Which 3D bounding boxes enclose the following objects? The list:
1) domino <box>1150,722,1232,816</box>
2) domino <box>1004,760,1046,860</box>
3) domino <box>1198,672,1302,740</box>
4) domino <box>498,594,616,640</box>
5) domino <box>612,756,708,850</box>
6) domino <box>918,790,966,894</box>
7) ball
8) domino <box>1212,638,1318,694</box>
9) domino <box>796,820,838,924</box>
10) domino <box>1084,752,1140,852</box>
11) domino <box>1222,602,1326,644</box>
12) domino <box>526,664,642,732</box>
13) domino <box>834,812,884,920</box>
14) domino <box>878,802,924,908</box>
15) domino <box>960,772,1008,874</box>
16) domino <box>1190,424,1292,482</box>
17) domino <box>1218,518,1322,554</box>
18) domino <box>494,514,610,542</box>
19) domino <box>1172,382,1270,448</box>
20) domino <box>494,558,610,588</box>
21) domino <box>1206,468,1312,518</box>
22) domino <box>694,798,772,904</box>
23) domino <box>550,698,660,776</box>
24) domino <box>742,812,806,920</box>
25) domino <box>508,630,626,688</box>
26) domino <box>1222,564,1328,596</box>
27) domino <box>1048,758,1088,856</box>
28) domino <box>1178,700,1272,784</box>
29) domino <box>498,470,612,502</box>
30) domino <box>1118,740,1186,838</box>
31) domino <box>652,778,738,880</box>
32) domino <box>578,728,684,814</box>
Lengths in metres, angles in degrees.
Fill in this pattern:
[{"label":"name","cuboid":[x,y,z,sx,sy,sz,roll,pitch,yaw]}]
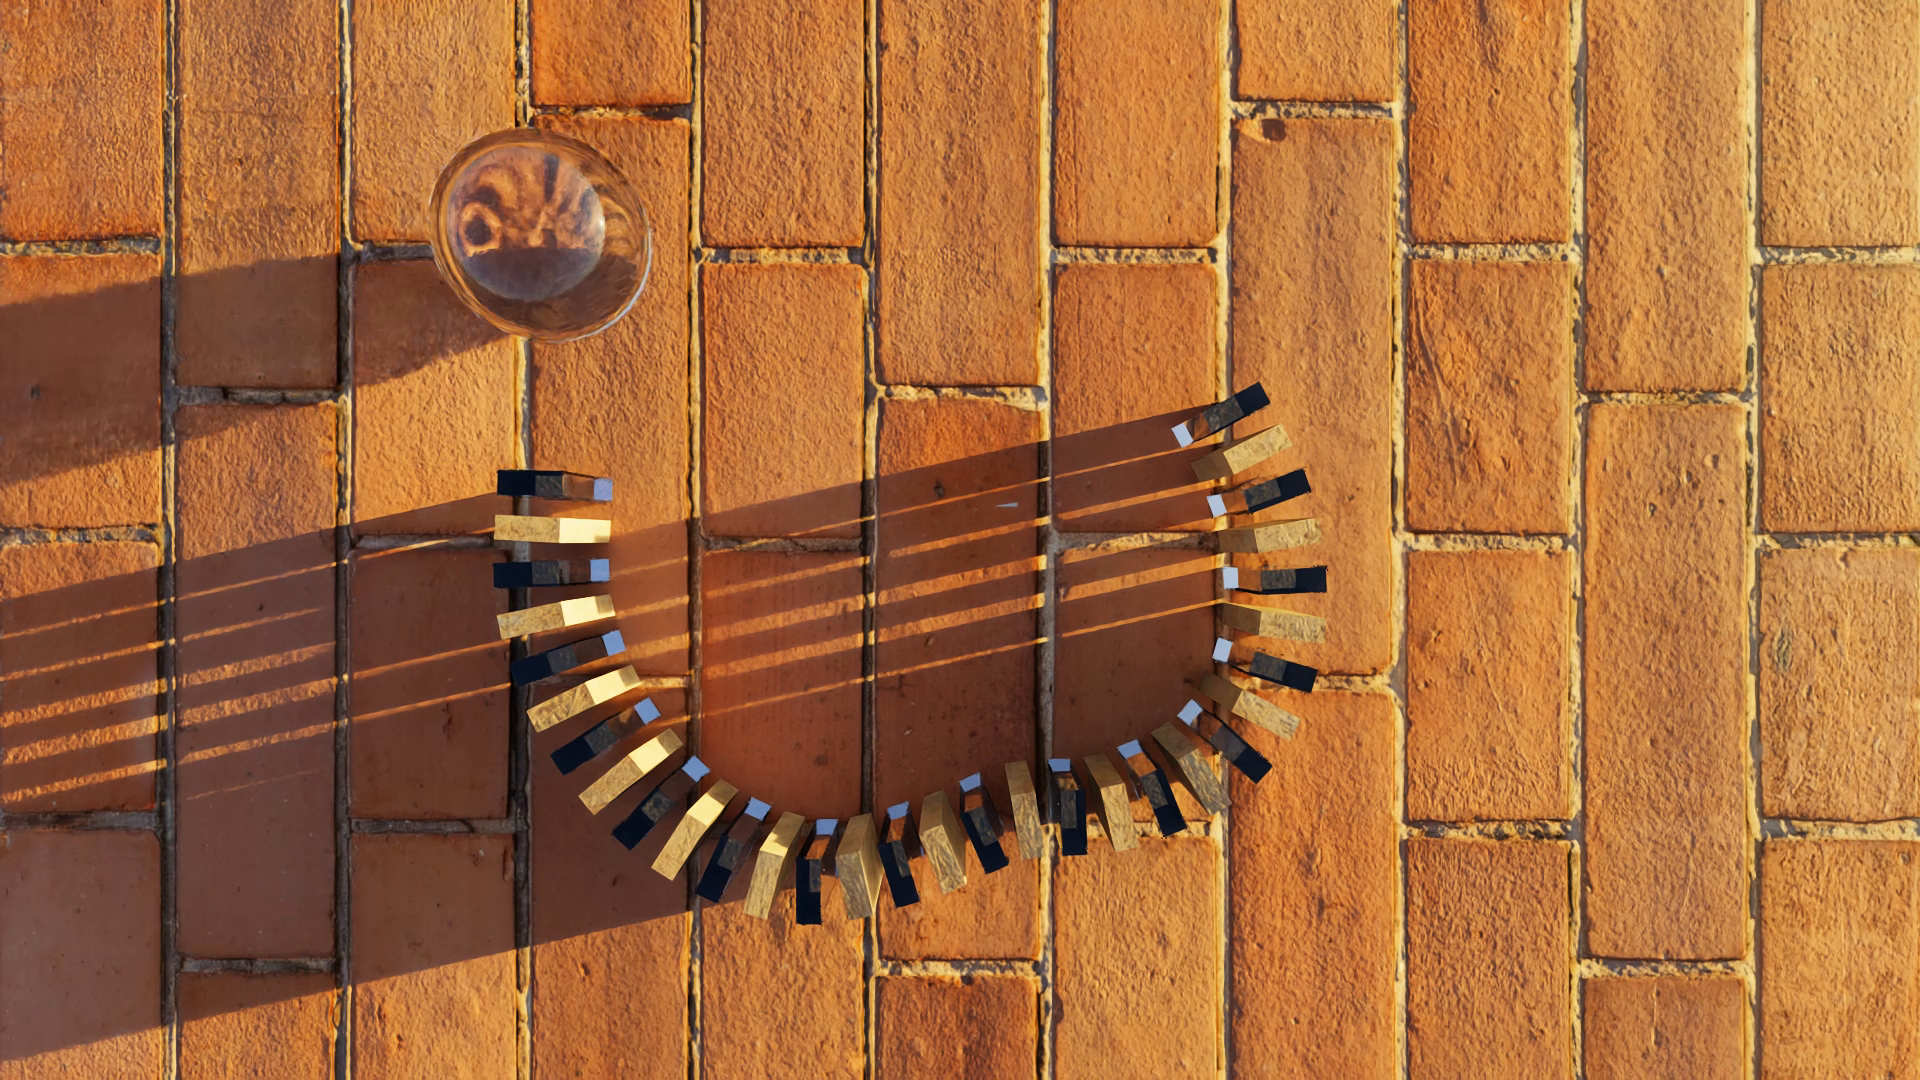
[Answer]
[{"label":"domino","cuboid":[0.093,0.092,0.375,0.009,0.050,0.025,-31,90,0]},{"label":"domino","cuboid":[0.026,0.109,0.375,0.010,0.050,0.025,-9,90,0]},{"label":"domino","cuboid":[0.117,0.067,0.375,0.025,0.050,0.010,27,90,0]},{"label":"domino","cuboid":[-0.164,0.031,0.375,0.025,0.050,0.009,-12,90,0]},{"label":"domino","cuboid":[-0.121,0.106,0.375,0.009,0.050,0.025,43,90,0]},{"label":"domino","cuboid":[-0.007,0.122,0.375,0.010,0.050,0.025,-22,90,0]},{"label":"ball","cuboid":[-0.163,-0.118,0.360,0.080,0.080,0.080,0,90,0]},{"label":"domino","cuboid":[0.123,0.051,0.375,0.025,0.050,0.009,17,90,0]},{"label":"domino","cuboid":[-0.058,0.134,0.375,0.010,0.050,0.025,0,90,0]},{"label":"domino","cuboid":[0.061,0.106,0.375,0.010,0.050,0.025,-13,90,0]},{"label":"domino","cuboid":[0.127,0.033,0.375,0.025,0.050,0.010,7,90,0]},{"label":"domino","cuboid":[-0.152,0.064,0.375,0.025,0.050,0.009,-26,90,0]},{"label":"domino","cuboid":[-0.040,0.132,0.375,0.010,0.050,0.025,-13,90,0]},{"label":"domino","cuboid":[-0.023,0.127,0.375,0.009,0.050,0.025,-17,90,0]},{"label":"domino","cuboid":[0.009,0.115,0.375,0.010,0.050,0.025,-24,90,0]},{"label":"domino","cuboid":[0.114,-0.035,0.375,0.025,0.050,0.010,-27,90,0]},{"label":"domino","cuboid":[0.125,-0.002,0.375,0.025,0.050,0.010,-11,90,0]},{"label":"domino","cuboid":[-0.165,-0.004,0.375,0.025,0.050,0.009,3,90,0]},{"label":"domino","cuboid":[0.106,-0.050,0.375,0.025,0.050,0.009,-29,90,0]},{"label":"domino","cuboid":[-0.166,0.013,0.375,0.025,0.050,0.010,-1,90,0]},{"label":"domino","cuboid":[0.121,-0.019,0.375,0.025,0.050,0.010,-20,90,0]},{"label":"domino","cuboid":[-0.092,0.126,0.375,0.009,0.050,0.025,25,90,0]},{"label":"domino","cuboid":[-0.144,0.079,0.375,0.025,0.050,0.010,-33,90,0]},{"label":"domino","cuboid":[-0.075,0.132,0.375,0.010,0.050,0.025,15,90,0]},{"label":"domino","cuboid":[-0.159,0.048,0.375,0.025,0.050,0.009,-19,90,0]},{"label":"domino","cuboid":[0.128,0.016,0.375,0.025,0.050,0.009,-3,90,0]},{"label":"domino","cuboid":[0.044,0.108,0.375,0.009,0.050,0.025,-2,90,0]},{"label":"domino","cuboid":[0.107,0.082,0.375,0.025,0.050,0.010,42,90,0]},{"label":"domino","cuboid":[-0.164,-0.022,0.375,0.025,0.050,0.010,1,90,0]},{"label":"domino","cuboid":[0.078,0.100,0.375,0.009,0.050,0.025,-22,90,0]},{"label":"domino","cuboid":[-0.107,0.117,0.375,0.010,0.050,0.025,33,90,0]},{"label":"domino","cuboid":[-0.133,0.094,0.375,0.025,0.050,0.009,-40,90,0]}]
